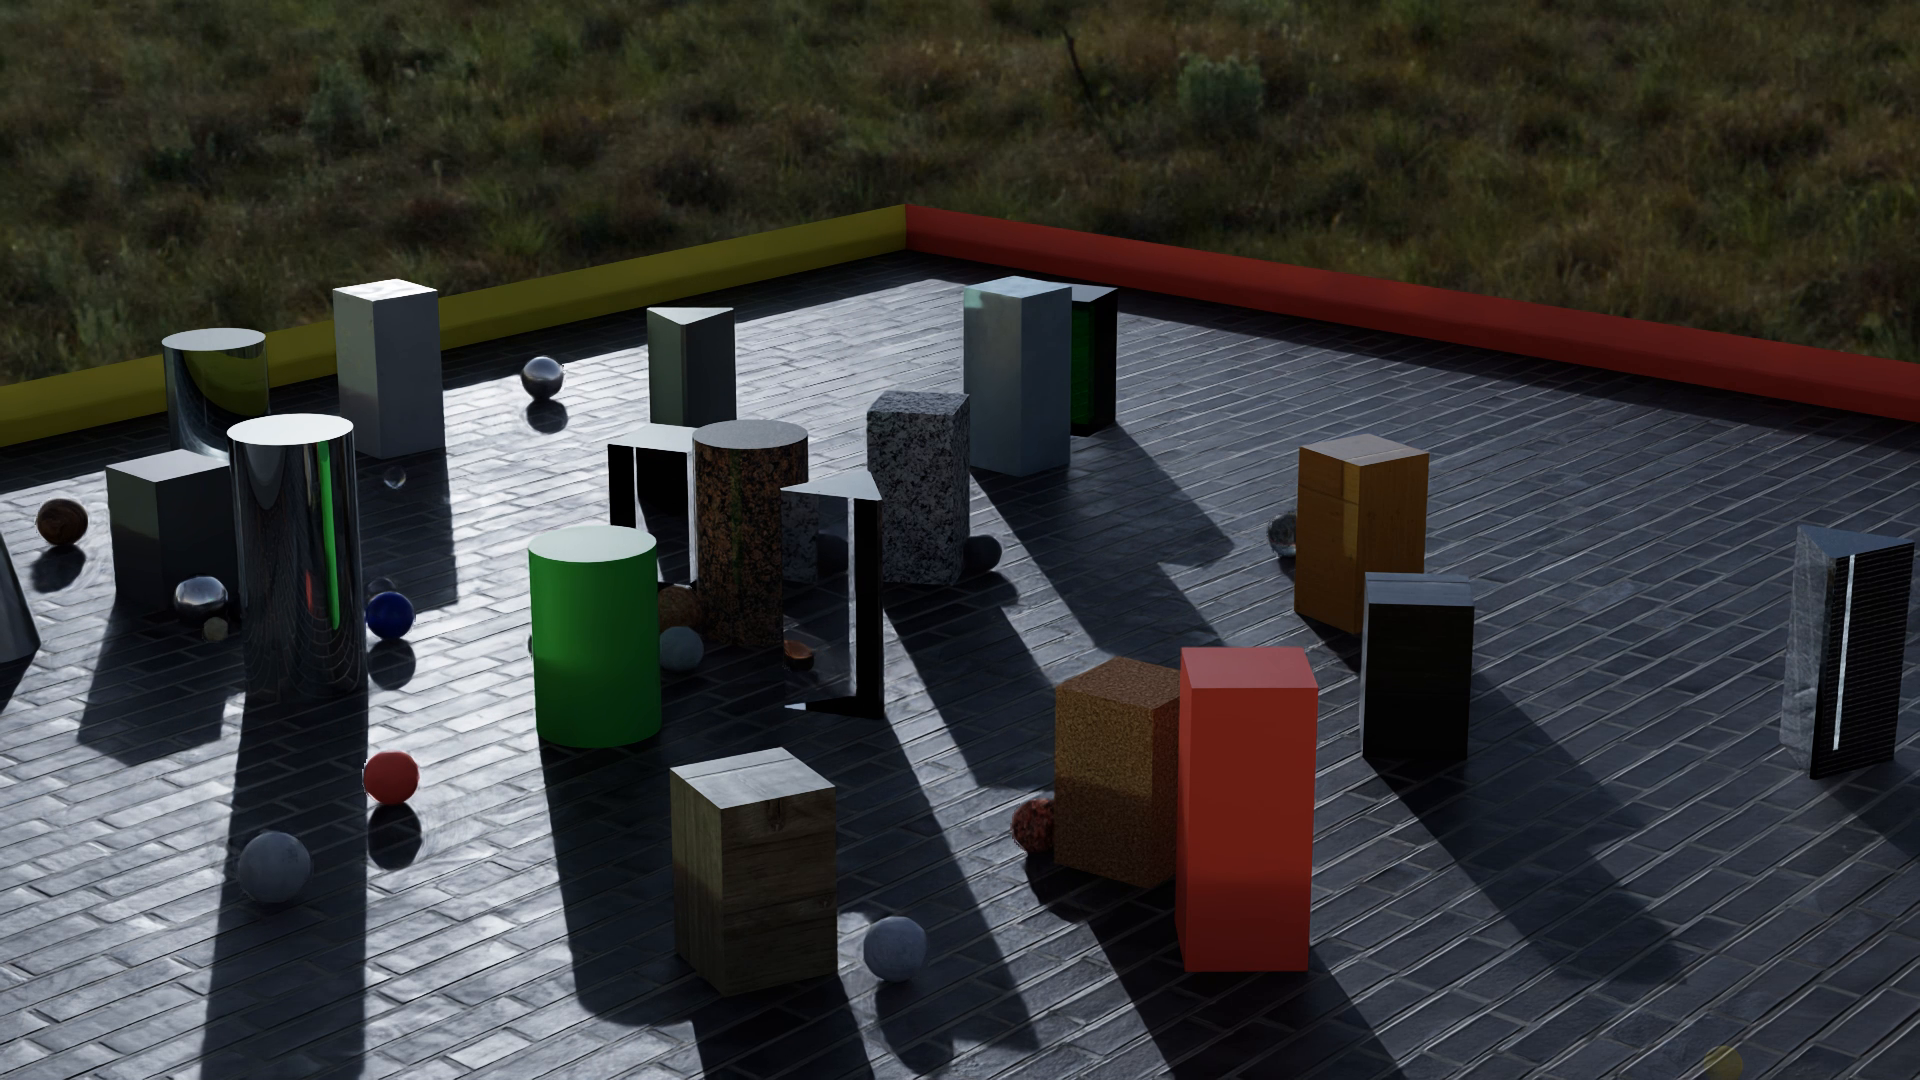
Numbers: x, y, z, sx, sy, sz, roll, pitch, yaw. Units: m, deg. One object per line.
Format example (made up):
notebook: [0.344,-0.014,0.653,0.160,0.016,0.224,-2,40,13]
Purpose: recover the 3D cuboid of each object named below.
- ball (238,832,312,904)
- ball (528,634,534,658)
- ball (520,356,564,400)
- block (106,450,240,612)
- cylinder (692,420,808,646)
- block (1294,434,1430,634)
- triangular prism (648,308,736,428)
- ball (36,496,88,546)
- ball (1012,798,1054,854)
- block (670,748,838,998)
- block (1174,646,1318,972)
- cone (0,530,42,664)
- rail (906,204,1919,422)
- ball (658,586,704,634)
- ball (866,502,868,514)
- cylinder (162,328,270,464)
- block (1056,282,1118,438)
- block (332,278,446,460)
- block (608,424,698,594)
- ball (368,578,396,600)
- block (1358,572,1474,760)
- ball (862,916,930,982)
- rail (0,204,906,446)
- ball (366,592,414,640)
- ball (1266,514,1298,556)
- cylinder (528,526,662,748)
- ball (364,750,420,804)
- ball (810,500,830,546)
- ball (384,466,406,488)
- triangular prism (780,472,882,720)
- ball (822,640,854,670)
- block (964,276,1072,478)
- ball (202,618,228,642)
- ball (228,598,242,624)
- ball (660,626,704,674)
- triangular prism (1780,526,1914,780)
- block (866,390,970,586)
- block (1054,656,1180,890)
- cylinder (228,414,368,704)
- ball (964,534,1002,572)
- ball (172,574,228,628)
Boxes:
ball: [-0.901,0.430,3.855,0.094,0.094,0.094,0,17,0]
ball: [-0.670,0.170,4.767,0.065,0.065,0.065,0,17,0]
ball: [-0.921,-0.357,6.463,0.094,0.094,0.094,0,17,0]
block: [-1.369,-0.019,5.107,0.154,0.231,0.154,15,22,40]
cylinder: [-0.348,-0.014,4.907,0.192,0.338,0.192,0,17,0]
block: [0.680,-0.012,4.979,0.154,0.292,0.154,-11,20,-32]
triangular prism: [-0.543,-0.266,5.698,0.144,0.361,0.166,10,19,29]
ball: [-1.653,-0.035,5.400,0.091,0.091,0.091,0,17,0]
ball: [0.110,0.392,4.016,0.075,0.075,0.075,0,17,0]
block: [-0.257,0.411,3.652,0.154,0.248,0.154,-9,19,-27]
block: [0.356,0.337,3.679,0.154,0.375,0.154,0,17,-1]
cone: [-1.620,-0.014,4.794,0.192,0.402,0.192,0,17,0]
rail: [1.457,-0.454,6.727,4.300,0.125,0.045,14,22,39]
ball: [-0.473,0.122,4.881,0.091,0.091,0.091,0,17,0]
ball: [-0.150,-0.061,5.550,0.055,0.055,0.055,0,17,0]
cylinder: [-1.420,-0.226,5.629,0.192,0.326,0.192,0,17,0]
block: [0.231,-0.384,6.214,0.154,0.290,0.154,8,18,24]
block: [-1.176,-0.354,6.043,0.154,0.330,0.154,-15,22,-40]
block: [-0.508,-0.048,5.133,0.154,0.271,0.154,7,18,21]
ball: [-0.998,0.089,5.061,0.049,0.049,0.049,0,17,0]
block: [0.684,0.188,4.404,0.154,0.241,0.154,2,17,5]
ball: [-0.079,0.506,3.627,0.082,0.082,0.082,0,17,0]
rail: [-1.606,-0.372,6.455,0.045,0.125,4.491,14,22,39]
ball: [-0.951,0.126,4.888,0.080,0.080,0.080,0,17,0]
ball: [0.598,-0.009,5.339,0.078,0.078,0.078,0,17,0]
cylinder: [-0.553,0.145,4.456,0.192,0.293,0.192,0,17,0]
ball: [-0.812,0.338,4.189,0.078,0.078,0.078,0,17,0]
ball: [-0.281,-0.032,5.405,0.083,0.083,0.083,0,17,0]
ball: [-1.114,-0.123,5.779,0.043,0.043,0.043,0,17,0]
triangular prism: [-0.172,0.080,4.567,0.166,0.353,0.144,6,18,20]
ball: [-0.197,0.185,4.745,0.049,0.049,0.049,0,17,0]
block: [0.116,-0.331,5.908,0.154,0.365,0.154,15,22,40]
ball: [-1.238,0.149,4.878,0.042,0.042,0.042,0,17,0]
ball: [-1.218,0.119,4.968,0.046,0.046,0.046,0,17,0]
ball: [-0.452,0.177,4.723,0.078,0.078,0.078,0,17,0]
triangular prism: [1.281,0.158,4.335,0.166,0.339,0.144,-10,19,-29]
block: [-0.073,-0.094,5.218,0.154,0.310,0.154,3,17,11]
block: [0.235,0.312,3.969,0.154,0.254,0.154,12,20,34]
cylinder: [-1.043,0.028,4.626,0.192,0.419,0.192,0,17,0]
ball: [0.040,0.022,5.253,0.068,0.068,0.068,0,17,0]
ball: [-1.281,0.102,4.947,0.092,0.092,0.092,0,17,0]
